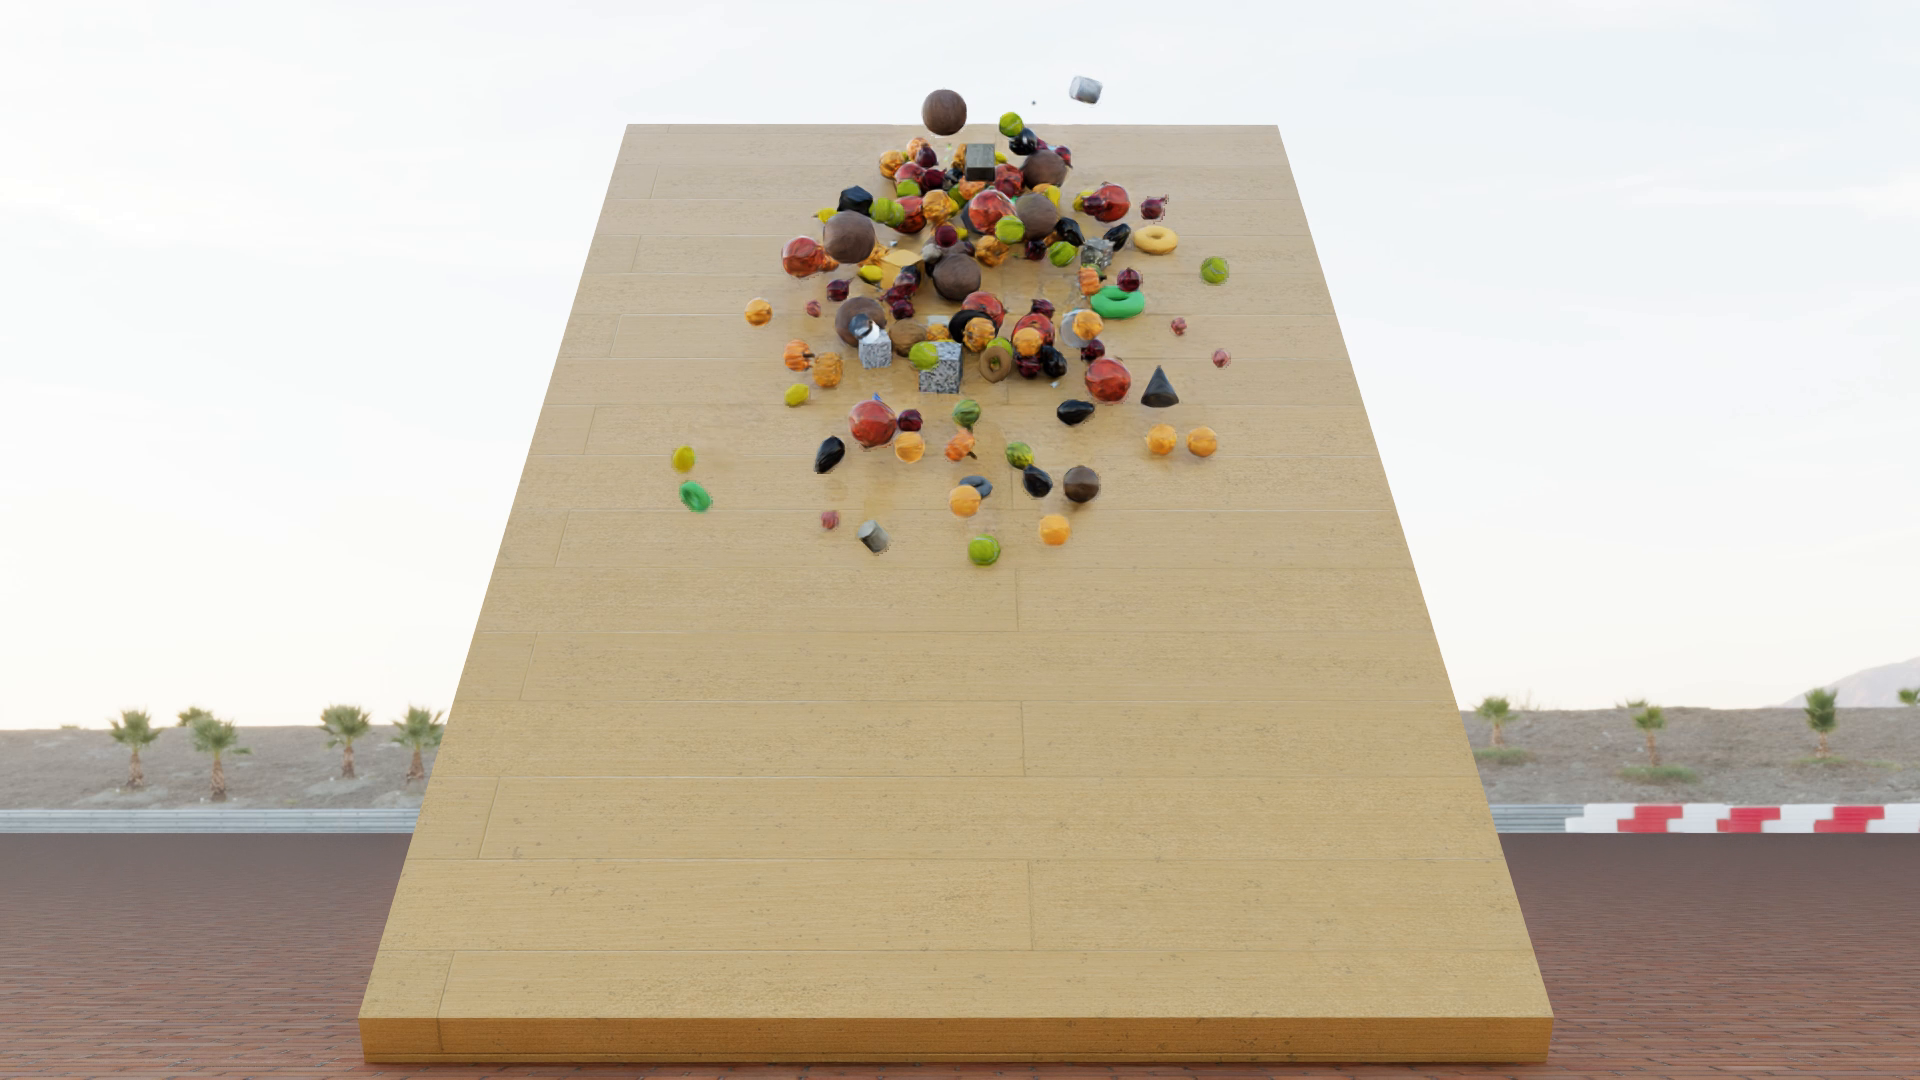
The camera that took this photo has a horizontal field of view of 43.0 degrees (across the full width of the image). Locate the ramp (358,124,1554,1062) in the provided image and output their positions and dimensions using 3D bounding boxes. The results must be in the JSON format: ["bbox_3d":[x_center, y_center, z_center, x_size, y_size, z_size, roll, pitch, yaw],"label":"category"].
[{"bbox_3d":[-0.014,-0.198,5.805,2.000,0.100,4.000,0,31,0],"label":"ramp"}]

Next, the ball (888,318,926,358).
[{"bbox_3d":[-0.133,-0.508,6.122,0.100,0.100,0.100,0,-7,0],"label":"ball"}]

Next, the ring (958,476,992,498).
[{"bbox_3d":[0.035,-0.121,5.559,0.078,0.026,0.078,0,33,0],"label":"ring"}]

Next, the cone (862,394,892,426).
[{"bbox_3d":[-0.200,-0.323,5.841,0.071,0.071,0.071,-1,29,1],"label":"cone"}]

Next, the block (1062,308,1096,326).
[{"bbox_3d":[0.304,-0.548,6.230,0.059,0.059,0.059,-20,37,-30],"label":"block"}]

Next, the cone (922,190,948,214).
[{"bbox_3d":[-0.082,-0.943,6.900,0.071,0.071,0.071,-40,11,-23],"label":"cone"}]

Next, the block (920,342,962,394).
[{"bbox_3d":[-0.047,-0.424,5.990,0.094,0.094,0.094,3,31,5],"label":"block"}]

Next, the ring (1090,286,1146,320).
[{"bbox_3d":[0.412,-0.621,6.363,0.144,0.048,0.144,-1,31,1],"label":"ring"}]

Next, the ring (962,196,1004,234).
[{"bbox_3d":[0.064,-0.905,6.794,0.120,0.120,0.040,0,-25,2],"label":"ring"}]

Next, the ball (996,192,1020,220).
[{"bbox_3d":[0.132,-0.937,6.847,0.078,0.078,0.078,0,-7,0],"label":"ball"}]

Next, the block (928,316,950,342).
[{"bbox_3d":[-0.055,-0.538,6.218,0.052,0.052,0.052,-3,31,-6],"label":"block"}]

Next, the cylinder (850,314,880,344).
[{"bbox_3d":[-0.237,-0.522,6.031,0.057,0.057,0.057,-3,-19,24],"label":"cylinder"}]

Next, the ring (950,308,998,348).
[{"bbox_3d":[0.034,-0.533,6.143,0.125,0.042,0.125,7,-38,5],"label":"ring"}]

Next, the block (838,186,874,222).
[{"bbox_3d":[-0.293,-0.942,6.826,0.066,0.066,0.066,37,42,27],"label":"block"}]

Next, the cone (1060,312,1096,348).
[{"bbox_3d":[0.294,-0.526,6.057,0.089,0.089,0.089,-1,12,5],"label":"cone"}]

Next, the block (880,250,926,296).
[{"bbox_3d":[-0.151,-0.710,6.469,0.085,0.085,0.085,24,39,34],"label":"block"}]

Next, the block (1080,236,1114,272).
[{"bbox_3d":[0.372,-0.776,6.594,0.063,0.063,0.063,21,35,23],"label":"block"}]

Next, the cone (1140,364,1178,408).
[{"bbox_3d":[0.476,-0.377,5.816,0.093,0.093,0.093,0,-17,0],"label":"cone"}]

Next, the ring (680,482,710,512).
[{"bbox_3d":[-0.593,-0.098,5.462,0.077,0.077,0.026,-8,33,51],"label":"ring"}]

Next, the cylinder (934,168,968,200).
[{"bbox_3d":[-0.027,-1.021,6.992,0.072,0.072,0.072,-6,21,42],"label":"cylinder"}]

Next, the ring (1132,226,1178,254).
[{"bbox_3d":[0.537,-0.826,6.707,0.126,0.042,0.126,1,32,-1],"label":"ring"}]

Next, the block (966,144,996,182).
[{"bbox_3d":[0.055,-1.025,6.622,0.076,0.076,0.076,0,-23,-3],"label":"block"}]

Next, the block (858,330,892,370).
[{"bbox_3d":[-0.213,-0.478,6.102,0.069,0.069,0.069,-8,32,-13],"label":"block"}]

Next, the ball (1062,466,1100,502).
[{"bbox_3d":[0.274,-0.126,5.512,0.084,0.084,0.084,0,-7,0],"label":"ball"}]

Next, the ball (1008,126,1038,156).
[{"bbox_3d":[0.179,-1.136,6.946,0.084,0.084,0.084,0,-7,0],"label":"ball"}]

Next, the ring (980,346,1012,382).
[{"bbox_3d":[0.085,-0.424,5.880,0.089,0.089,0.030,-5,-3,35],"label":"ring"}]

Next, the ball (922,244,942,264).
[{"bbox_3d":[-0.073,-0.748,6.365,0.054,0.054,0.054,0,-7,0],"label":"ball"}]

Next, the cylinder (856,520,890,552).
[{"bbox_3d":[-0.188,-0.008,5.308,0.052,0.052,0.052,-7,-43,46],"label":"cylinder"}]
